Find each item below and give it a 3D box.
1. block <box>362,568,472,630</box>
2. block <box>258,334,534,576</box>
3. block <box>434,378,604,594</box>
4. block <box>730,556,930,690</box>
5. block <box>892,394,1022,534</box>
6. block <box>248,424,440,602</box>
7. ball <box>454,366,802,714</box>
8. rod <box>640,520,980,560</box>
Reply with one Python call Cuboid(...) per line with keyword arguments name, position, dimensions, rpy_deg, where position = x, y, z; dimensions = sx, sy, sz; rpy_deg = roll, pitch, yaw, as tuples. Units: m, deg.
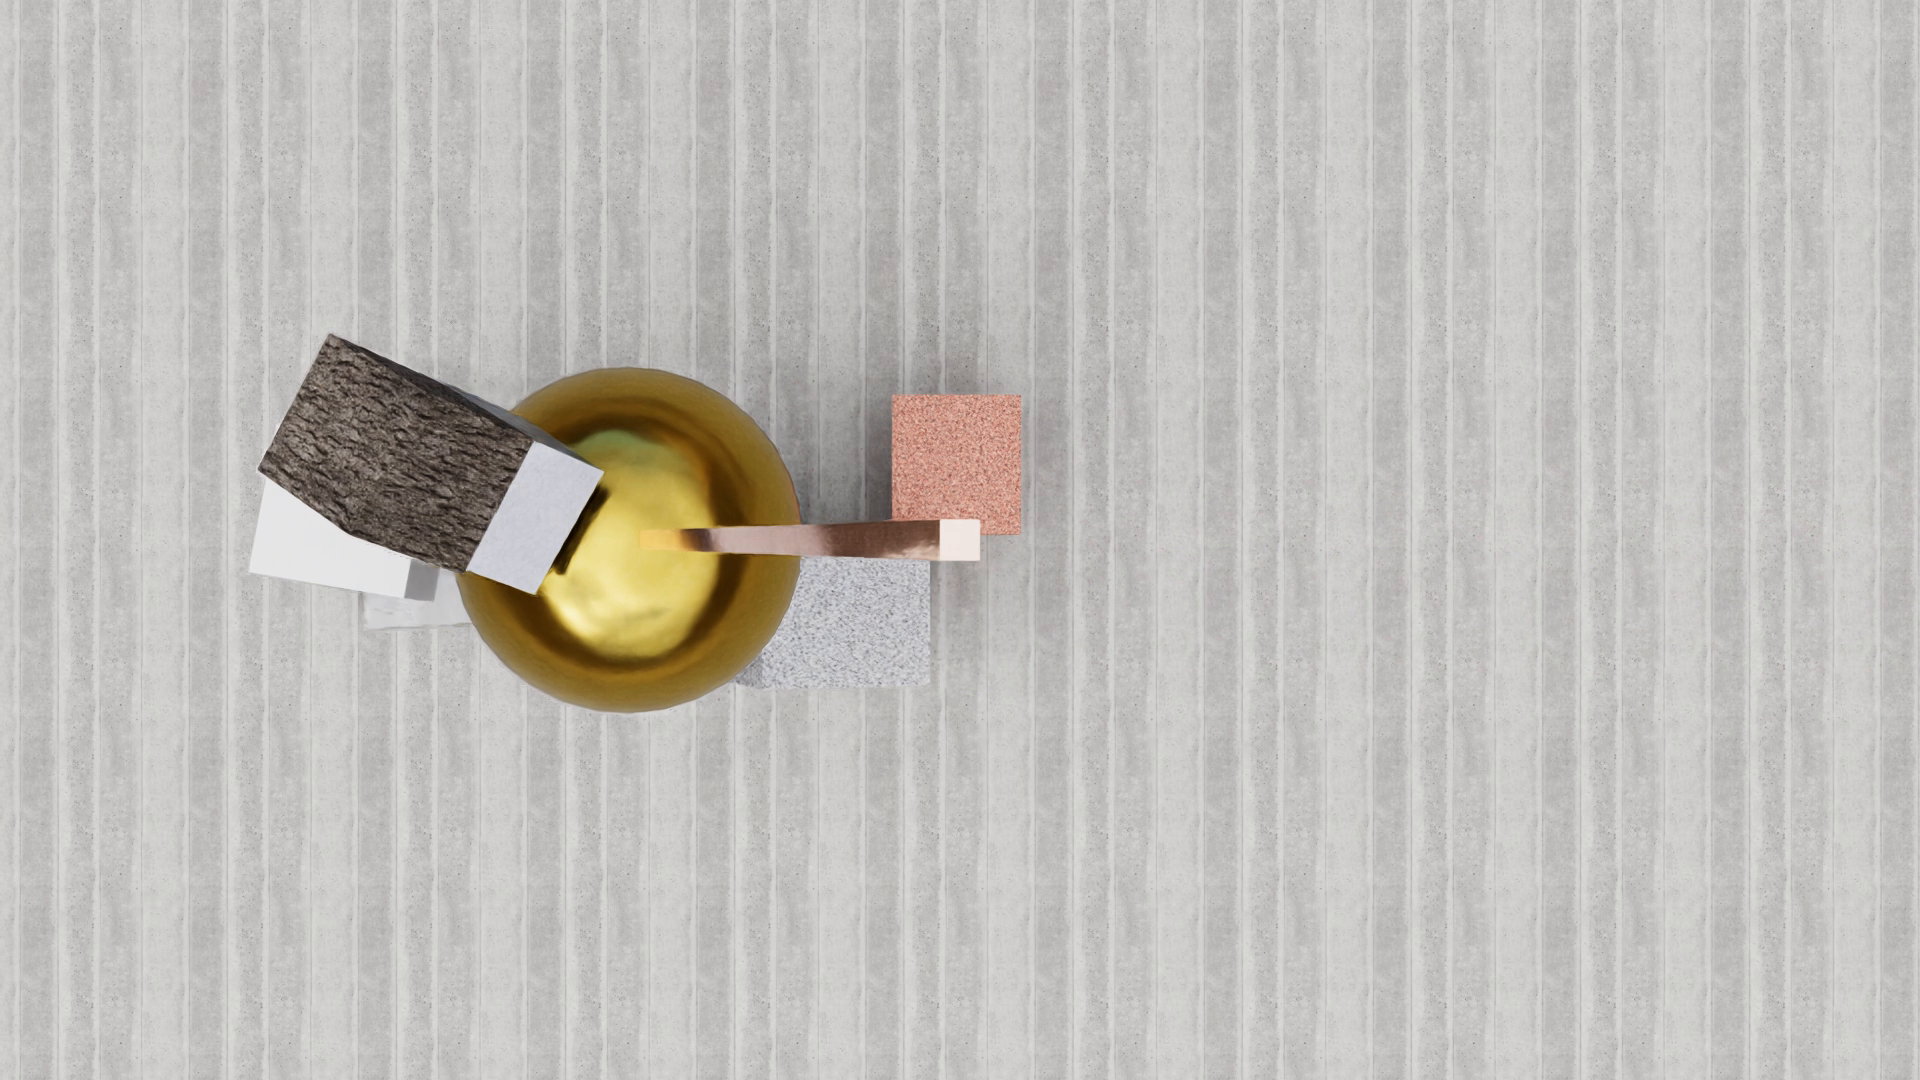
Cuboid(name="block", position=(-3.026, 0.107, 12.453), dimensions=(0.696, 0.867, 0.764), rpy_deg=(-3, 88, -17))
Cuboid(name="block", position=(-2.201, -0.333, 8.597), dimensions=(0.647, 0.603, 0.604), rpy_deg=(29, 91, 36))
Cuboid(name="block", position=(-1.972, -0.220, 9.139), dimensions=(0.560, 0.555, 0.593), rpy_deg=(32, 93, 38))
Cuboid(name="block", position=(-0.777, 0.391, 12.388), dimensions=(0.958, 0.948, 0.822), rpy_deg=(0, 90, -21))
Cuboid(name="block", position=(-0.018, -0.416, 12.565), dimensions=(0.710, 0.869, 0.770), rpy_deg=(0, 90, 0))
Cuboid(name="block", position=(-3.053, -0.120, 11.155), dimensions=(0.761, 0.782, 0.734), rpy_deg=(10, 87, -2))
Cuboid(name="ball", position=(-1.524, 0.000, 10.114), dimensions=(1.600, 1.600, 1.600), rpy_deg=(0, 90, 0))
Cuboid(name="rod", position=(-0.660, 0.000, 6.826), dimensions=(0.080, 5.200, 0.080), rpy_deg=(0, 90, -15))
